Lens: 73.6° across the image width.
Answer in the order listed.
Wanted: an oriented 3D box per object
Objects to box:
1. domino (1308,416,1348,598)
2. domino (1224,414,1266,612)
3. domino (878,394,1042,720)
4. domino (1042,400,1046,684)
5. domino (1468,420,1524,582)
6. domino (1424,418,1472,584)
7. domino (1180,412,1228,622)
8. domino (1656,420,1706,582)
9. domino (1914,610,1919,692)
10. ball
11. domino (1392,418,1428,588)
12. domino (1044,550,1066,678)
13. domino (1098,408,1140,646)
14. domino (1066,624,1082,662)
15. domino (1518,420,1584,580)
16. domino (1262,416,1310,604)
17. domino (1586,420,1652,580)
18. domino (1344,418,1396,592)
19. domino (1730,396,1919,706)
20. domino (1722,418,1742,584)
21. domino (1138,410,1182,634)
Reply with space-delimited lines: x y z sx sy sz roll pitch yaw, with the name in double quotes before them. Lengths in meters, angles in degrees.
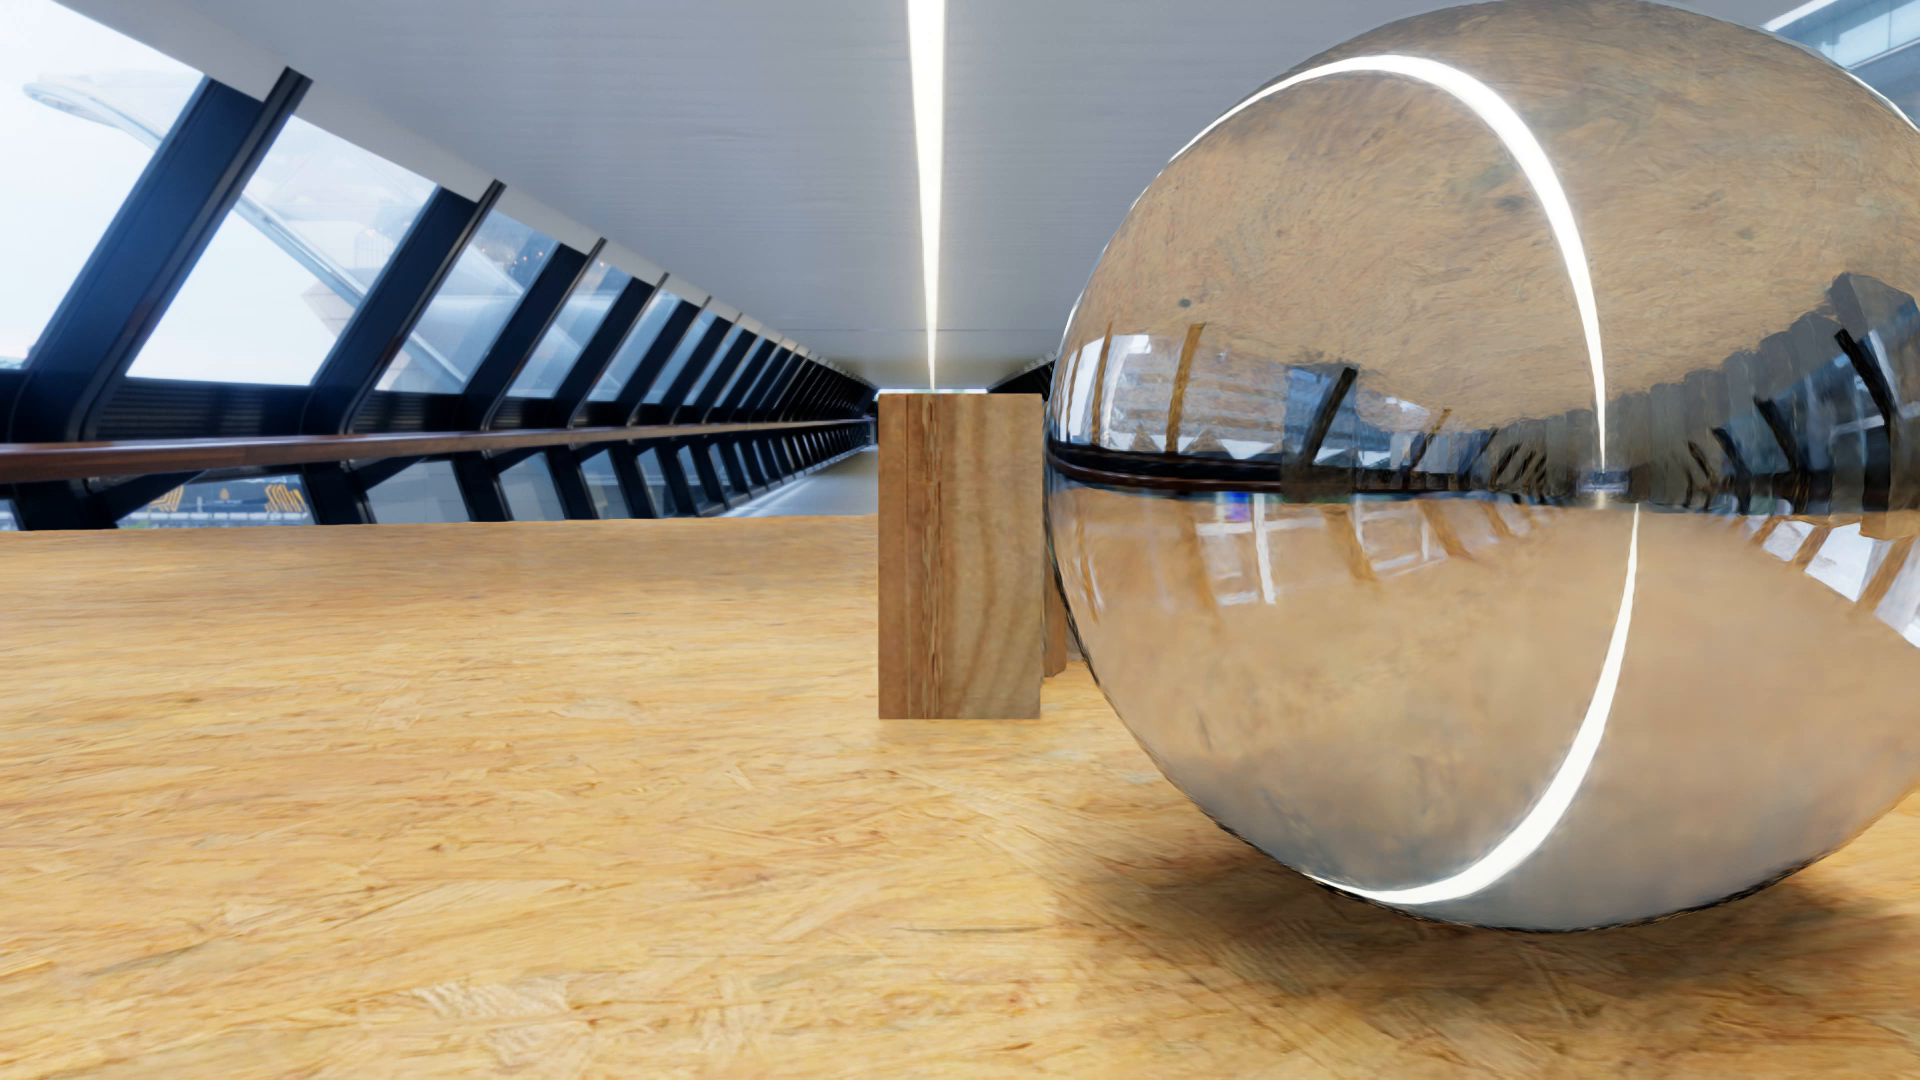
"domino" 0.096 -0.010 0.364 0.009 0.050 0.025 -4 6 -42
"domino" 0.065 -0.007 0.333 0.025 0.050 0.010 4 6 41
"domino" 0.000 0.002 0.201 0.025 0.050 0.009 0 4 0
"domino" 0.002 0.001 0.225 0.025 0.050 0.009 1 4 11
"domino" 0.165 -0.013 0.409 0.009 0.050 0.025 -2 5 -21
"domino" 0.145 -0.012 0.399 0.009 0.050 0.025 -2 5 -28
"domino" 0.052 -0.006 0.317 0.025 0.050 0.009 3 5 38
"domino" 0.229 -0.013 0.409 0.009 0.050 0.025 2 5 23
"domino" 0.159 0.000 0.230 0.009 0.050 0.025 -4 6 -44
"ball" 0.047 -0.006 0.116 0.080 0.080 0.080 0 4 0
"domino" 0.128 -0.012 0.389 0.009 0.050 0.025 -3 5 -34
"domino" 0.007 0.000 0.241 0.025 0.050 0.010 2 5 20
"domino" 0.026 -0.003 0.279 0.025 0.050 0.010 3 5 31
"domino" 0.014 -0.002 0.259 0.025 0.050 0.009 2 5 26
"domino" 0.189 -0.014 0.415 0.009 0.050 0.025 0 4 -5
"domino" 0.082 -0.009 0.350 0.009 0.050 0.025 -4 6 -45
"domino" 0.212 -0.013 0.413 0.009 0.050 0.025 1 4 8
"domino" 0.115 -0.011 0.379 0.009 0.050 0.025 -3 5 -38
"domino" 0.148 0.001 0.219 0.025 0.050 0.009 4 6 44
"domino" 0.247 -0.012 0.393 0.025 0.050 0.009 -2 5 -29
"domino" 0.038 -0.005 0.298 0.025 0.050 0.010 3 5 35
